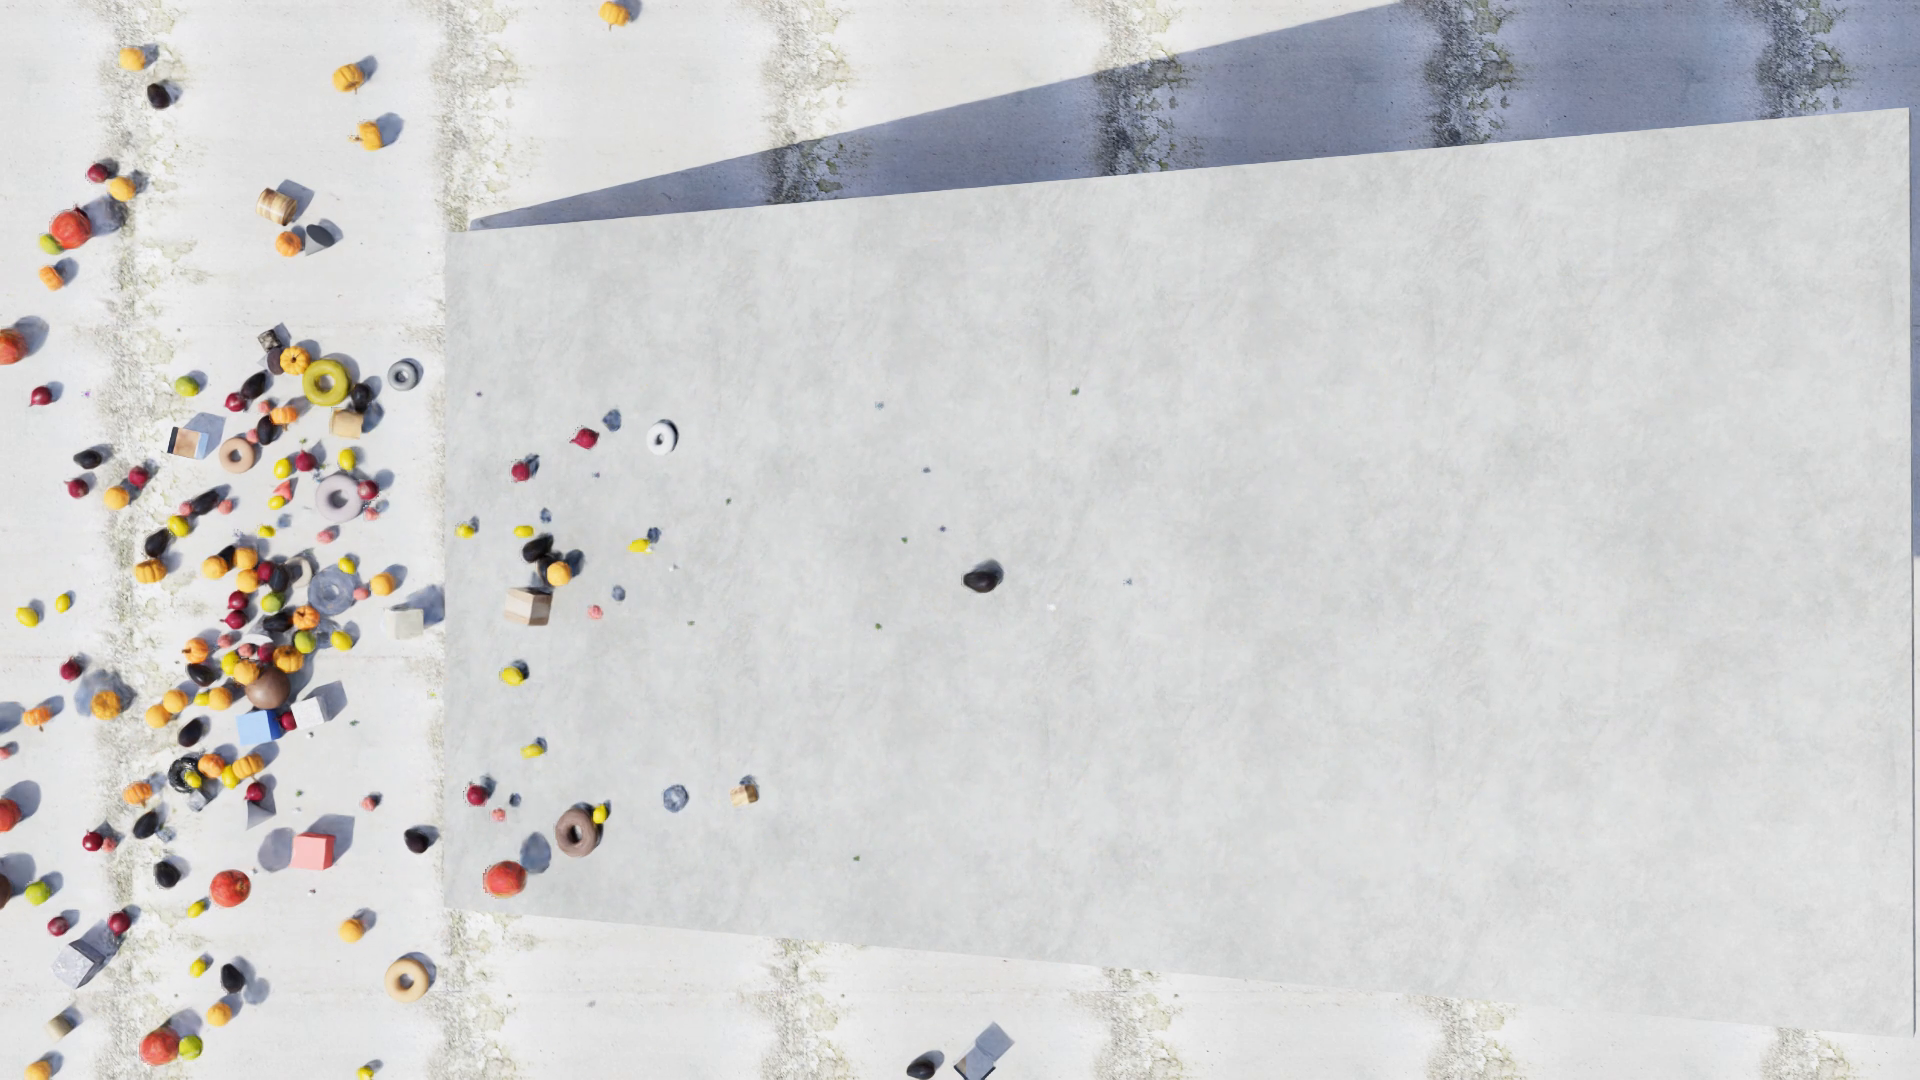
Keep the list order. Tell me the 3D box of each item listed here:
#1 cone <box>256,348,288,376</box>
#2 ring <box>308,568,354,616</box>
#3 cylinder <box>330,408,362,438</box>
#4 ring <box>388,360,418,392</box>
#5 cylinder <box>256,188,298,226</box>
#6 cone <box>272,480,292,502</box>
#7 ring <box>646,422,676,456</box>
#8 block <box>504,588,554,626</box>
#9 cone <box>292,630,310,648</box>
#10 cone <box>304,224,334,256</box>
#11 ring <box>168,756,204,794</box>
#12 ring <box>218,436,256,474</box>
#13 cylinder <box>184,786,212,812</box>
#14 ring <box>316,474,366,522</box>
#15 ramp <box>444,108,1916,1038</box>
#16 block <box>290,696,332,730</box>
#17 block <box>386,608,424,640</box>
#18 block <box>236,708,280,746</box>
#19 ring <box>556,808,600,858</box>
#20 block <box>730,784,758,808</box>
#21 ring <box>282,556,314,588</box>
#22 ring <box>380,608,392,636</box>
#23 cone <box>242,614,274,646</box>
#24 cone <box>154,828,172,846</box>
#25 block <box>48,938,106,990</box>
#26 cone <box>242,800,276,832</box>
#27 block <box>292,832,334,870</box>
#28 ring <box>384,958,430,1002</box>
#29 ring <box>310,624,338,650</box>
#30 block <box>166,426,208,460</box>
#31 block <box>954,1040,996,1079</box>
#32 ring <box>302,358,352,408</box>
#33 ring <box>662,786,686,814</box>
[{"bbox_3d":[-2.081,-0.534,6.600,0.083,0.083,0.083,-1,89,27],"label":"cone"},{"bbox_3d":[-1.885,0.158,6.589,0.143,0.048,0.143,0,89,-1],"label":"ring"},{"bbox_3d":[-1.830,-0.347,6.562,0.079,0.079,0.079,8,89,-24],"label":"cylinder"},{"bbox_3d":[-1.673,-0.492,6.603,0.094,0.031,0.094,0,88,1],"label":"ring"},{"bbox_3d":[-2.046,-0.996,6.580,0.088,0.088,0.088,25,89,0],"label":"cylinder"},{"bbox_3d":[-2.022,-0.137,6.602,0.058,0.058,0.058,-31,116,0],"label":"cone"},{"bbox_3d":[-0.838,-0.283,6.161,0.094,0.031,0.094,0,89,28],"label":"ring"},{"bbox_3d":[-1.242,0.192,6.326,0.091,0.091,0.091,14,96,26],"label":"block"},{"bbox_3d":[-1.982,0.296,6.583,0.053,0.053,0.053,0,89,0],"label":"cone"},{"bbox_3d":[-1.944,-0.882,6.602,0.093,0.093,0.093,45,116,0],"label":"cone"},{"bbox_3d":[-2.317,0.705,6.588,0.111,0.037,0.111,0,90,1],"label":"ring"},{"bbox_3d":[-2.169,-0.254,6.598,0.111,0.037,0.111,0,89,1],"label":"ring"},{"bbox_3d":[-2.278,0.777,6.576,0.055,0.055,0.055,-45,90,2],"label":"cylinder"},{"bbox_3d":[-1.857,-0.126,6.590,0.150,0.050,0.150,0,91,0],"label":"ring"},{"bbox_3d":[0.279,0.079,5.667,4.000,0.100,2.000,0,89,27],"label":"ramp"},{"bbox_3d":[-1.938,0.517,6.568,0.080,0.080,0.080,-18,89,0],"label":"block"},{"bbox_3d":[-1.651,0.248,6.537,0.084,0.084,0.084,-4,94,-33],"label":"block"},{"bbox_3d":[-2.093,0.559,6.561,0.092,0.092,0.092,-11,89,0],"label":"block"},{"bbox_3d":[-1.091,0.835,6.268,0.143,0.048,0.143,-1,88,28],"label":"ring"},{"bbox_3d":[-0.592,0.699,6.015,0.051,0.051,0.051,-18,81,25],"label":"block"},{"bbox_3d":[-1.987,0.097,6.597,0.097,0.032,0.097,0,91,0],"label":"ring"},{"bbox_3d":[-1.694,0.250,6.594,0.094,0.031,0.094,0,94,-4],"label":"ring"},{"bbox_3d":[-2.096,0.261,6.591,0.088,0.088,0.088,2,63,0],"label":"cone"},{"bbox_3d":[-2.380,0.880,6.593,0.050,0.050,0.050,42,63,0],"label":"cone"},{"bbox_3d":[-2.629,1.263,6.551,0.098,0.098,0.098,36,89,0],"label":"block"},{"bbox_3d":[-2.092,0.824,6.584,0.092,0.092,0.092,1,89,-27],"label":"cone"},{"bbox_3d":[-1.928,0.928,6.556,0.094,0.094,0.094,6,89,0],"label":"block"},{"bbox_3d":[-1.655,1.318,6.577,0.134,0.045,0.134,0,88,0],"label":"ring"},{"bbox_3d":[-1.909,0.289,6.597,0.080,0.027,0.080,0,91,0],"label":"ring"},{"bbox_3d":[-2.309,-0.289,6.576,0.082,0.082,0.082,13,89,0],"label":"block"},{"bbox_3d":[0.044,1.562,6.551,0.090,0.090,0.090,-44,90,0],"label":"block"},{"bbox_3d":[-1.899,-0.472,6.594,0.148,0.049,0.148,0,90,1],"label":"ring"},{"bbox_3d":[-0.797,0.724,6.133,0.076,0.025,0.076,-1,88,27],"label":"ring"}]
